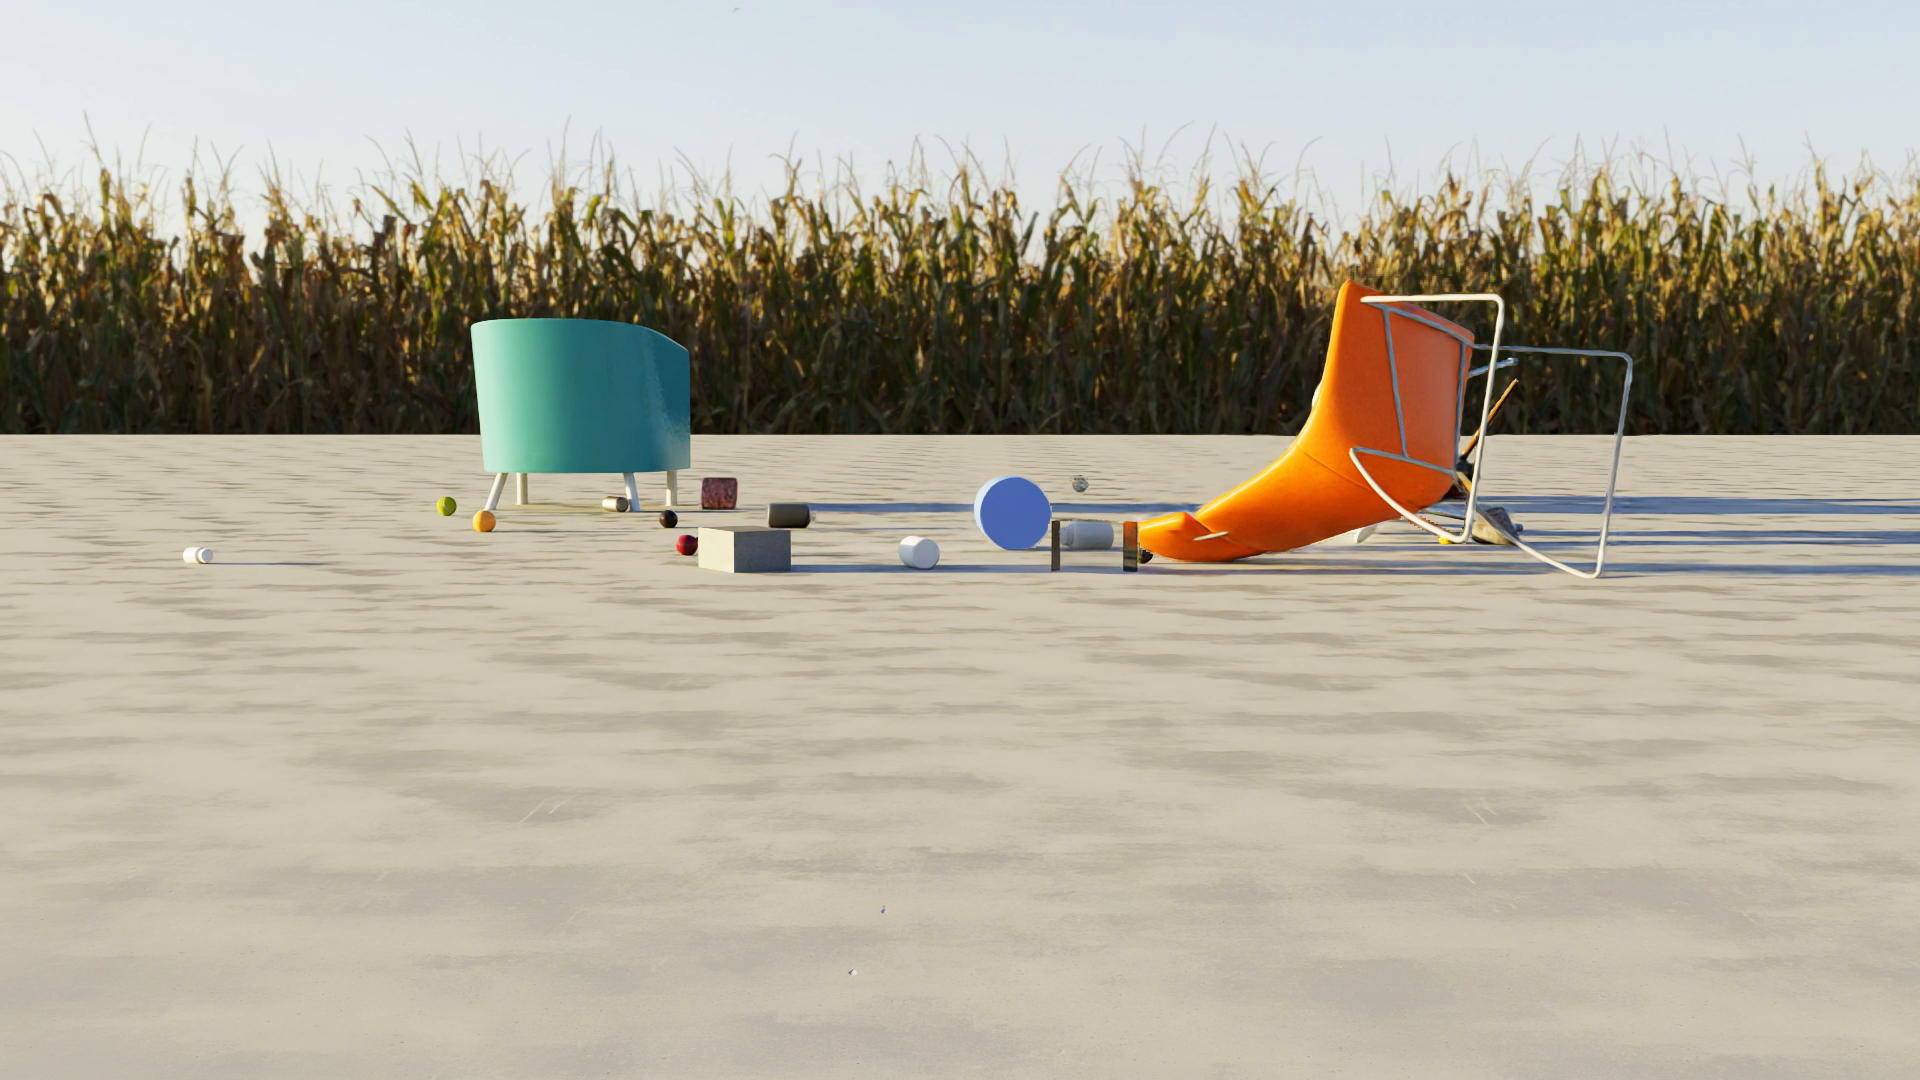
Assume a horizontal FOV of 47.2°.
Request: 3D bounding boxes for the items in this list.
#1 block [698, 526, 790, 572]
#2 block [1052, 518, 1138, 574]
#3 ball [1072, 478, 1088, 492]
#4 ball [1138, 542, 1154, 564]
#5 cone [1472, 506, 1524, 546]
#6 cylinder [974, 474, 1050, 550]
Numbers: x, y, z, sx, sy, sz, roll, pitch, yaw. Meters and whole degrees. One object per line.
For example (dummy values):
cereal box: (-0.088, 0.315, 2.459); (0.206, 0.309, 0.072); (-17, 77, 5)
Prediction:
block: (-0.540, 0.021, 5.502); (0.155, 0.100, 0.211); (-2, 5, -30)
block: (0.330, 0.016, 5.401); (0.194, 0.125, 0.085); (2, 4, 29)
ball: (0.522, -0.240, 9.547); (0.067, 0.067, 0.067); (0, 4, 0)
ball: (0.470, 0.032, 5.661); (0.057, 0.057, 0.057); (0, 4, 0)
cone: (1.574, -0.013, 6.335); (0.144, 0.120, 0.136); (-11, 33, -33)
cylinder: (0.145, -0.079, 6.209); (0.196, 0.204, 0.201); (-19, 5, -3)
